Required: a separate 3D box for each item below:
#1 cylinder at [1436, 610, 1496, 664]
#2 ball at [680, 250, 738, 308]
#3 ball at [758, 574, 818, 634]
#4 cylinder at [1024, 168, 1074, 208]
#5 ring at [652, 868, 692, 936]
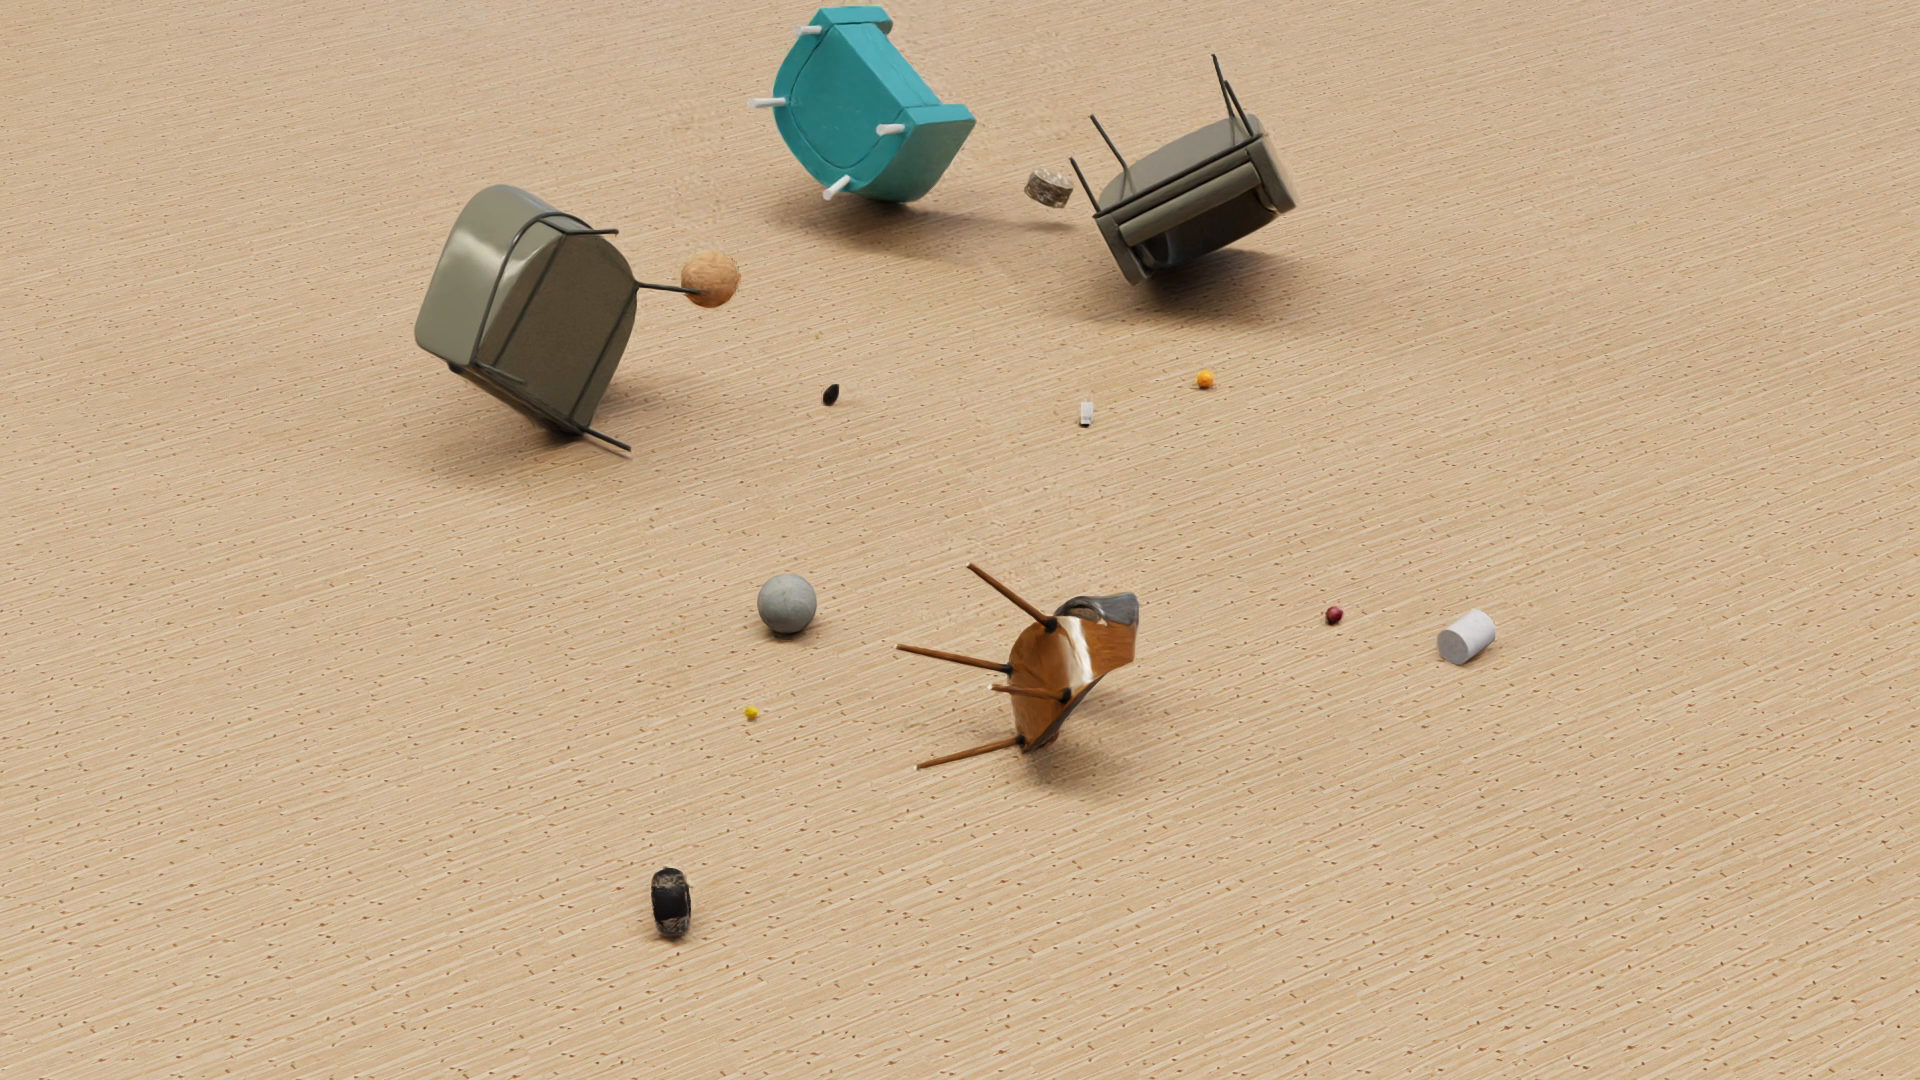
[{"bbox_3d":[1.779,0.342,10.303,0.166,0.136,0.136,-30,16,-37],"label":"cylinder"},{"bbox_3d":[-0.991,-1.031,11.595,0.228,0.228,0.228,0,33,0],"label":"ball"},{"bbox_3d":[-0.614,0.224,10.410,0.213,0.213,0.213,0,33,0],"label":"ball"},{"bbox_3d":[0.394,-1.554,12.956,0.201,0.105,0.135,17,32,-17],"label":"cylinder"},{"bbox_3d":[-0.892,1.120,9.065,0.105,0.212,0.183,-6,12,0],"label":"ring"}]
